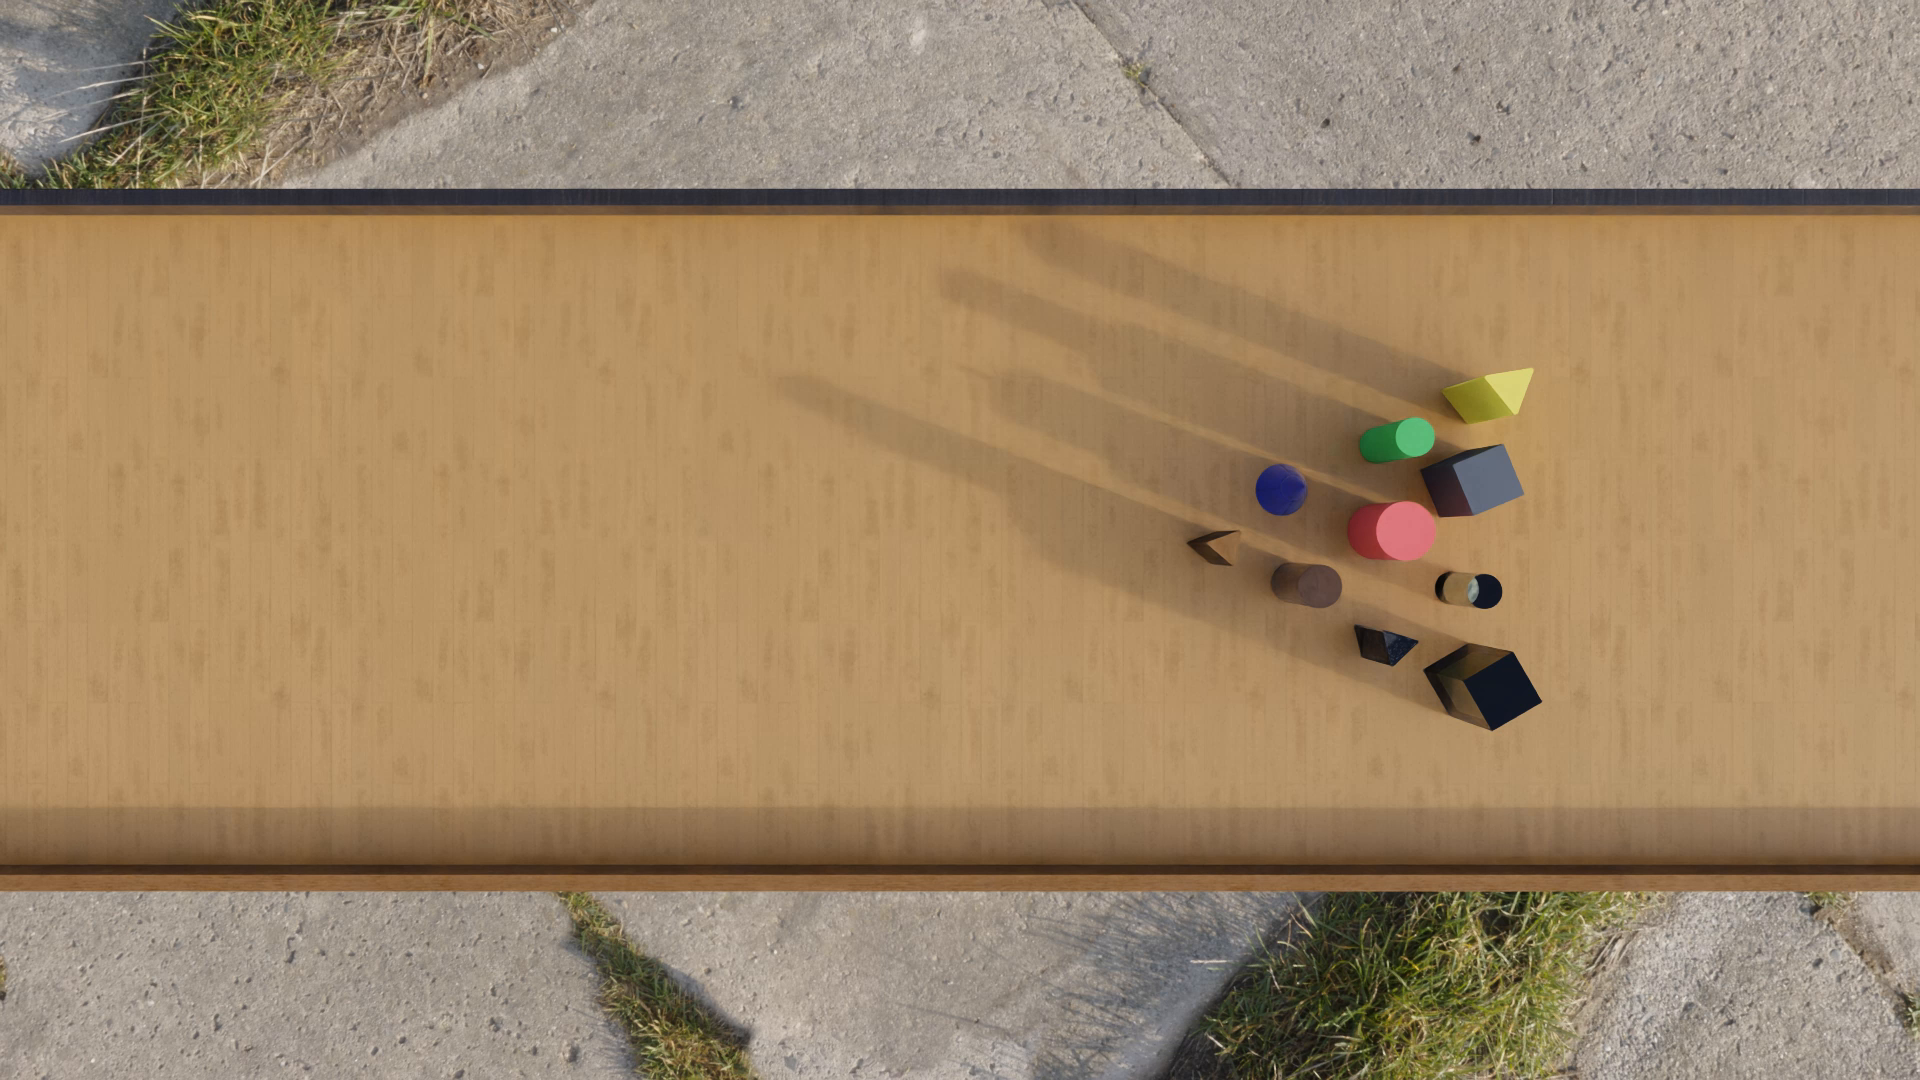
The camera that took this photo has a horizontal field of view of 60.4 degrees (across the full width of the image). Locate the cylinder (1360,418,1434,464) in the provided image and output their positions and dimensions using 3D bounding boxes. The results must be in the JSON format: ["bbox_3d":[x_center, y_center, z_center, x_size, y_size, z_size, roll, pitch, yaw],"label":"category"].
[{"bbox_3d":[1.285,-0.291,4.866,0.111,0.422,0.111,0,90,0],"label":"cylinder"}]

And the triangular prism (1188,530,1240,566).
[{"bbox_3d":[0.765,0.008,4.868,0.101,0.416,0.087,40,90,0],"label":"triangular prism"}]

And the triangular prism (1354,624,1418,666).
[{"bbox_3d":[1.245,0.294,4.902,0.105,0.349,0.091,-43,90,0],"label":"triangular prism"}]

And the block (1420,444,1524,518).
[{"bbox_3d":[1.519,-0.173,4.908,0.159,0.338,0.159,-23,90,0],"label":"block"}]

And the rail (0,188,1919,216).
[{"bbox_3d":[-2.247,-1.025,5.002,12.000,0.150,0.050,0,90,0],"label":"rail"}]

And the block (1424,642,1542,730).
[{"bbox_3d":[1.537,0.429,4.873,0.165,0.406,0.165,-30,90,0],"label":"block"}]

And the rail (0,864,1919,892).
[{"bbox_3d":[-2.247,1.025,5.001,12.000,0.150,0.050,0,90,0],"label":"rail"}]

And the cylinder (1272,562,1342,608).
[{"bbox_3d":[1.019,0.132,4.872,0.124,0.410,0.124,0,90,0],"label":"cylinder"}]

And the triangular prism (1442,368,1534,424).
[{"bbox_3d":[1.572,-0.445,4.866,0.120,0.422,0.138,-39,90,0],"label":"triangular prism"}]

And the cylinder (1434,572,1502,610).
[{"bbox_3d":[1.512,0.148,4.914,0.102,0.325,0.102,0,90,0],"label":"cylinder"}]

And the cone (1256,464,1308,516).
[{"bbox_3d":[0.990,-0.154,4.902,0.160,0.348,0.160,0,90,0],"label":"cone"}]

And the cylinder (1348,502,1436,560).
[{"bbox_3d":[1.277,-0.026,4.901,0.171,0.352,0.171,0,90,0],"label":"cylinder"}]
